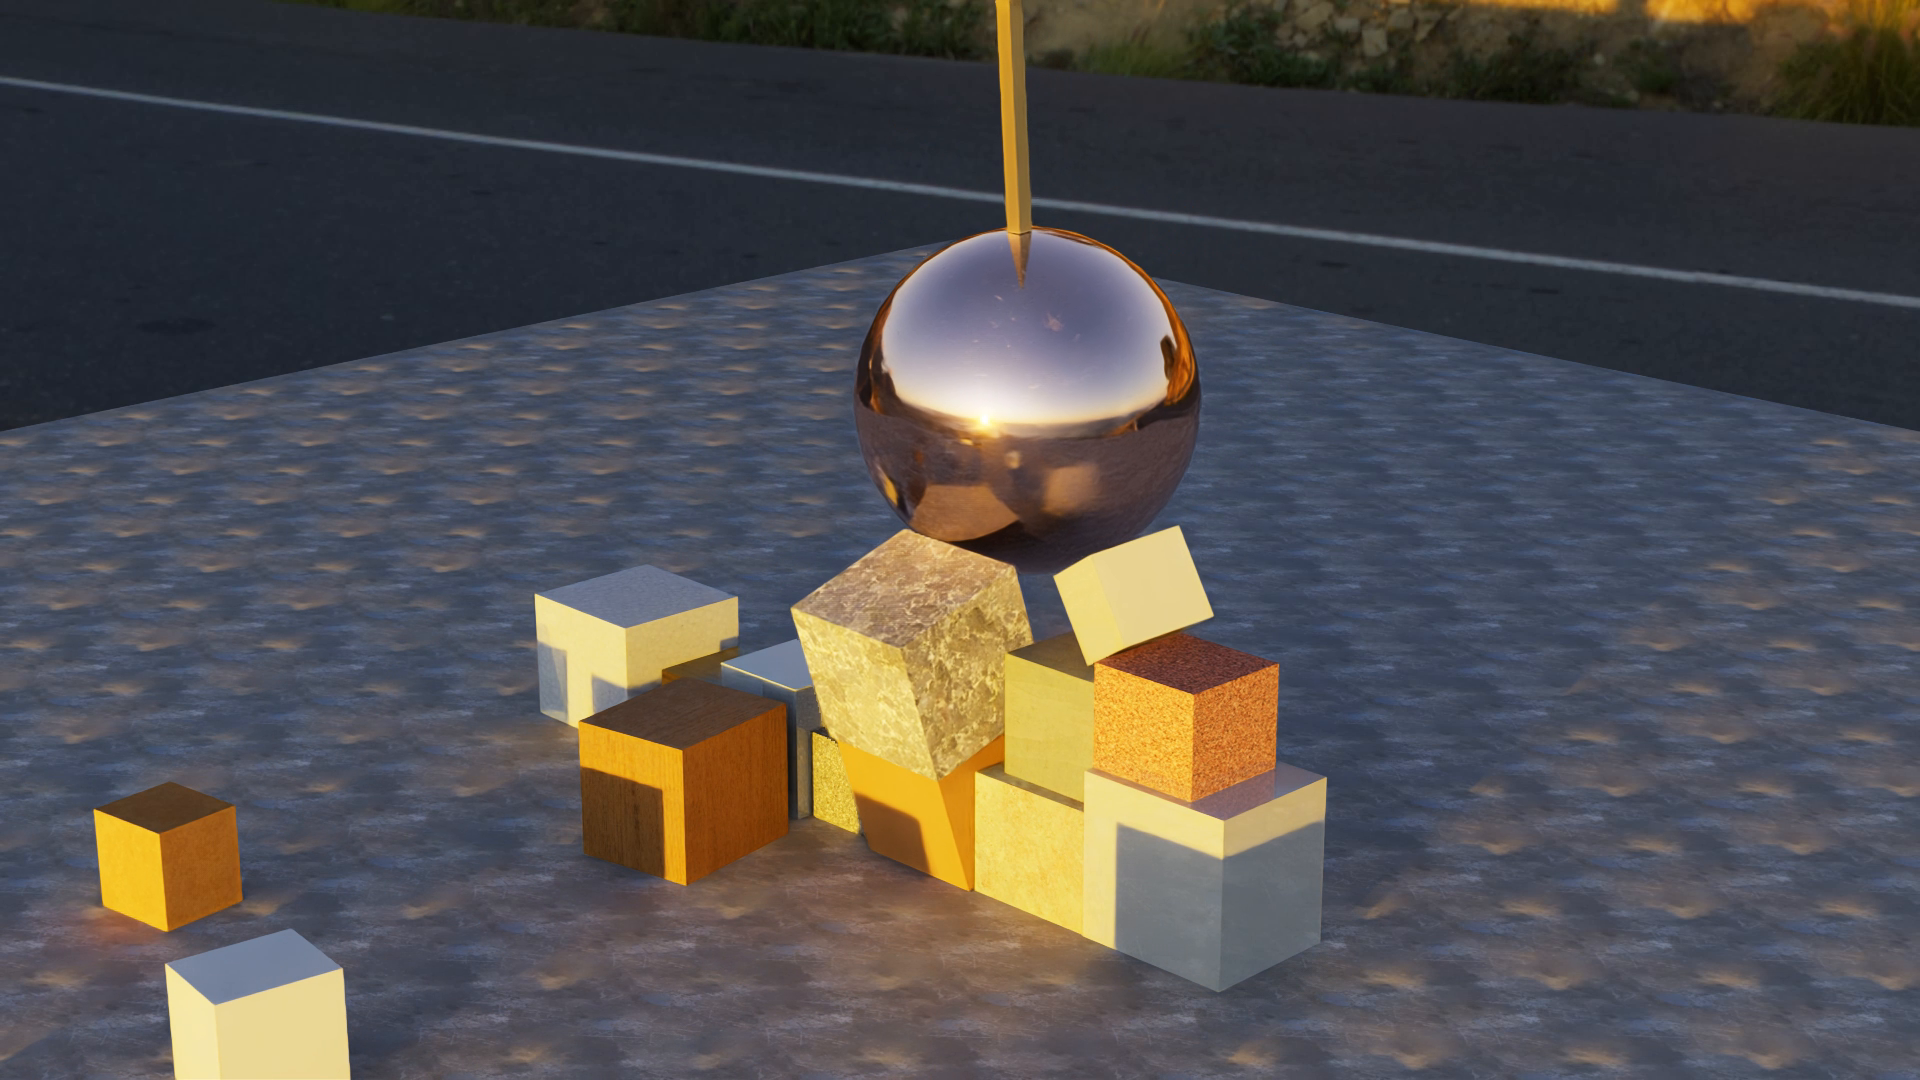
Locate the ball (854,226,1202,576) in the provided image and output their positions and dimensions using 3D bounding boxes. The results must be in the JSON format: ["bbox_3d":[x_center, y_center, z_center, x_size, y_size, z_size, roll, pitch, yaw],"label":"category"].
[{"bbox_3d":[0.309,-0.639,13.465,1.600,1.600,1.600,0,17,0],"label":"ball"}]

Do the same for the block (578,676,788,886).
[{"bbox_3d":[-1.285,1.113,13.703,0.629,0.660,0.742,12,21,34],"label":"block"}]

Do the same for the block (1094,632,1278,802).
[{"bbox_3d":[0.966,0.752,12.564,0.550,0.480,0.560,-16,24,-42],"label":"block"}]

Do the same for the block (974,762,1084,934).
[{"bbox_3d":[0.542,1.311,13.211,0.681,0.578,0.663,-17,24,-42],"label":"block"}]

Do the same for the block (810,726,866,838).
[{"bbox_3d":[-0.368,1.120,14.056,0.487,0.434,0.485,-17,24,-42],"label":"block"}]

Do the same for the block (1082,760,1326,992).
[{"bbox_3d":[1.052,1.373,12.682,0.681,0.776,0.779,-17,24,-42],"label":"block"}]

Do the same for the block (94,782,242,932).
[{"bbox_3d":[-3.532,1.408,13.088,0.460,0.465,0.413,13,22,36],"label":"block"}]

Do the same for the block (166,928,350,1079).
[{"bbox_3d":[-2.750,1.894,11.493,0.531,0.494,0.460,-13,22,-35],"label":"block"}]

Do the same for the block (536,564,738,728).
[{"bbox_3d":[-1.683,0.601,15.338,0.734,0.657,0.763,-16,24,-41],"label":"block"}]

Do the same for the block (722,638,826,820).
[{"bbox_3d":[-0.741,0.900,14.376,0.644,0.662,0.545,-17,24,-42],"label":"block"}]

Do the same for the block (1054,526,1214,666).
[{"bbox_3d":[0.749,0.243,12.697,0.449,0.420,0.415,-18,-6,-24],"label":"block"}]

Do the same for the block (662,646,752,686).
[{"bbox_3d":[-1.129,0.877,14.791,0.494,0.458,0.557,-17,24,-42],"label":"block"}]

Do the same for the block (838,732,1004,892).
[{"bbox_3d":[-0.047,1.068,13.509,0.660,0.693,0.647,17,42,43],"label":"block"}]

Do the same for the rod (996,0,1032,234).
[{"bbox_3d":[0.134,-3.821,12.281,0.080,5.200,0.080,17,28,42],"label":"rod"}]

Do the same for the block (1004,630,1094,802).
[{"bbox_3d":[0.574,0.778,12.997,0.497,0.567,0.562,-16,24,-41],"label":"block"}]

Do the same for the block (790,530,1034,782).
[{"bbox_3d":[-0.176,0.505,13.107,0.711,0.709,0.729,-35,35,-31],"label":"block"}]
